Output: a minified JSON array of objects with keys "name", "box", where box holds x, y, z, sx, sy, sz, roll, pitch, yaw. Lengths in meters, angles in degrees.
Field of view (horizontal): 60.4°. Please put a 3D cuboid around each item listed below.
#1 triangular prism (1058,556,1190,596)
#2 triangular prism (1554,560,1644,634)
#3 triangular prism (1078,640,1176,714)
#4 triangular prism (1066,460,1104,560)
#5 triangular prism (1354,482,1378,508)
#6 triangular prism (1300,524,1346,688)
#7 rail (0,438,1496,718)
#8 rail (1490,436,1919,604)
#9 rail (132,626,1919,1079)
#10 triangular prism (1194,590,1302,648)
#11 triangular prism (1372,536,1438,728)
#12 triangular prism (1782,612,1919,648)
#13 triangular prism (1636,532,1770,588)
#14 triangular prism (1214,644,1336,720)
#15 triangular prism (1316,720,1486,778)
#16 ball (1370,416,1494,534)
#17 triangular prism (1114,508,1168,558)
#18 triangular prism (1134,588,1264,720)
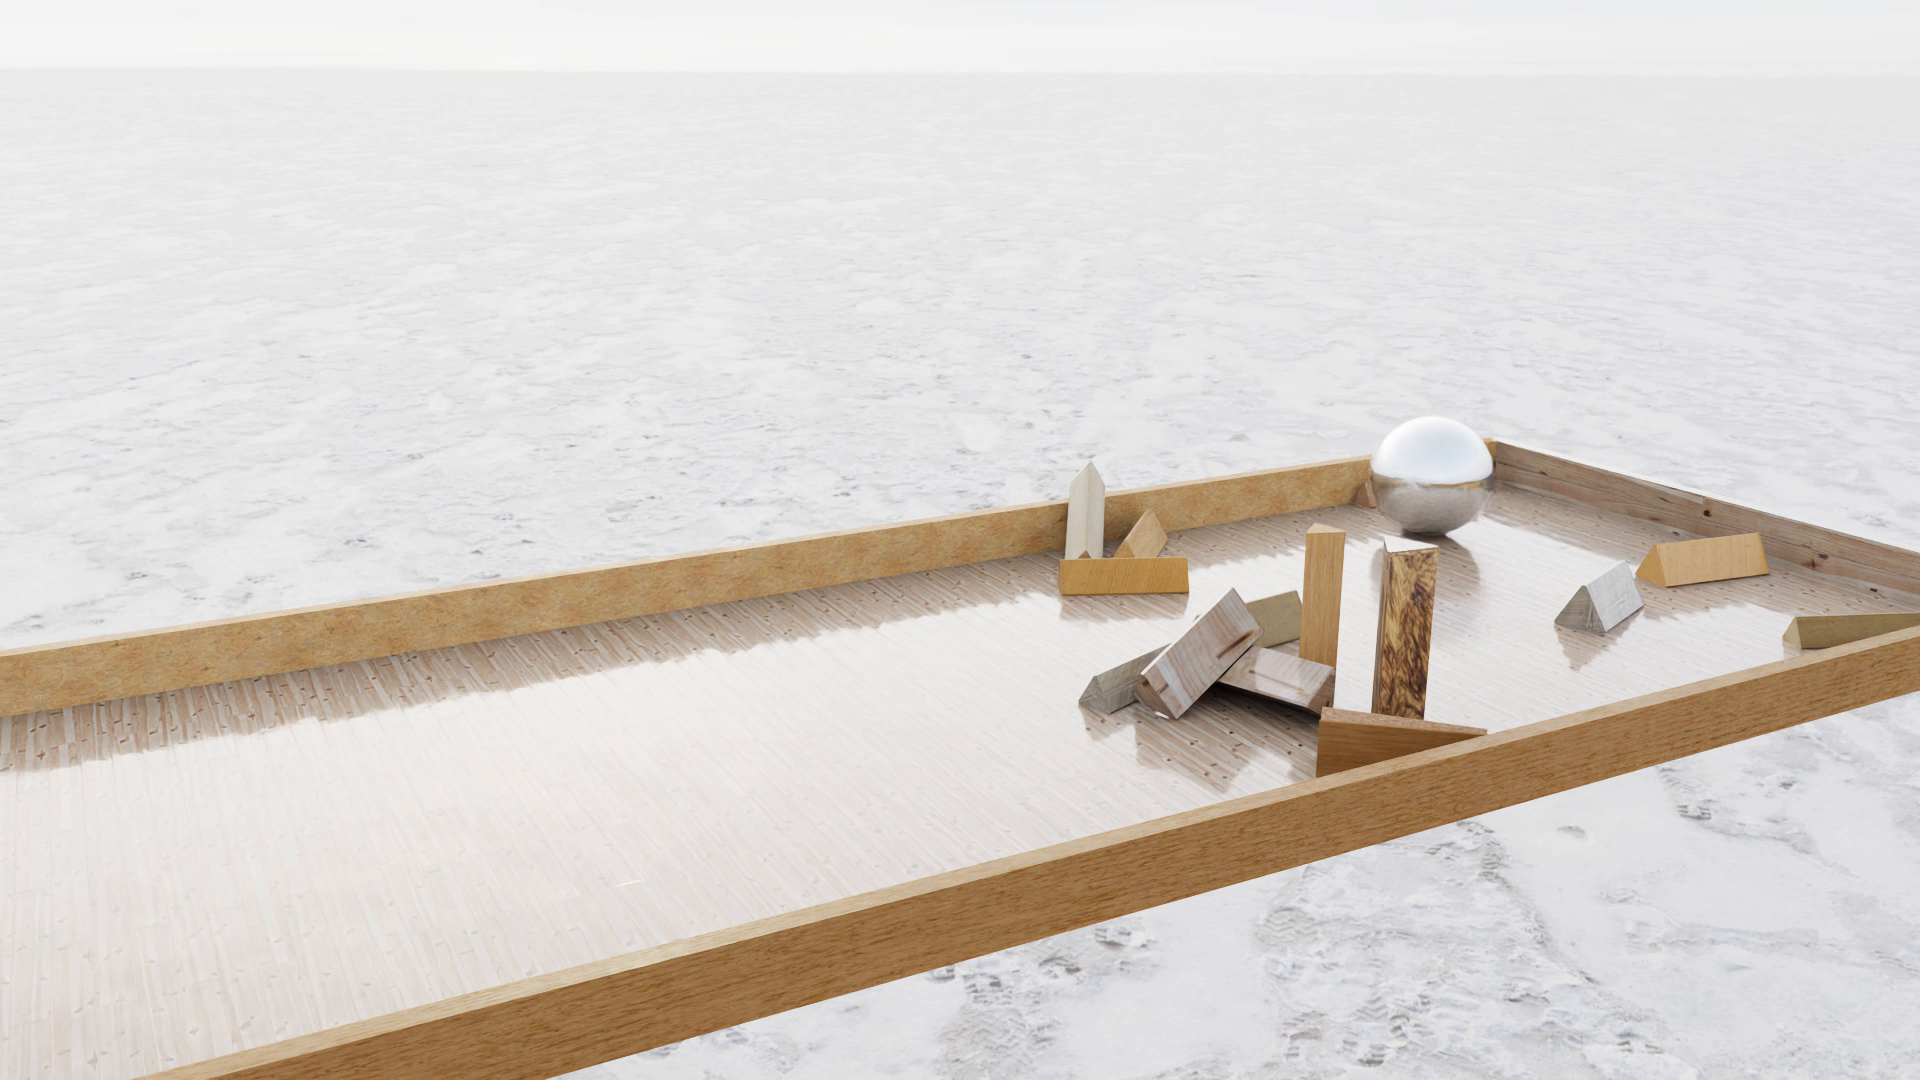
[{"name":"triangular prism","box":[0.480,0.098,4.848,0.375,0.093,0.107,-1,16,-4]},{"name":"triangular prism","box":[1.800,0.148,4.623,0.142,0.123,0.313,13,21,38]},{"name":"triangular prism","box":[0.456,0.322,4.099,0.098,0.085,0.397,15,22,40]},{"name":"triangular prism","box":[0.393,-0.074,5.105,0.112,0.097,0.436,6,41,2]},{"name":"triangular prism","box":[1.601,-0.191,5.853,0.445,0.081,0.094,-9,19,-27]},{"name":"triangular prism","box":[0.881,0.163,4.084,0.097,0.404,0.084,-2,16,-7]},{"name":"rail","box":[-3.305,0.497,3.399,12.000,0.150,0.050,-9,18,-27]},{"name":"rail","box":[2.466,-0.048,5.253,0.050,0.150,2.100,-9,18,-27]},{"name":"rail","box":[-2.336,1.006,1.665,12.000,0.150,0.050,-9,18,-27]},{"name":"triangular prism","box":[0.766,0.219,4.399,0.365,0.113,0.130,-11,20,-34]},{"name":"triangular prism","box":[1.008,0.216,3.843,0.132,0.439,0.114,-6,17,-19]},{"name":"triangular prism","box":[2.443,0.233,4.418,0.443,0.076,0.088,-2,16,-5]},{"name":"triangular prism","box":[2.246,0.050,4.973,0.388,0.113,0.131,-6,18,-18]},{"name":"triangular prism","box":[0.719,0.315,3.985,0.387,0.114,0.132,15,-10,41]},{"name":"triangular prism","box":[0.957,0.459,3.576,0.355,0.116,0.134,4,16,13]},{"name":"ball","box":[1.539,-0.211,5.383,0.390,0.390,0.390,0,16,0]},{"name":"triangular prism","box":[0.555,-0.002,5.159,0.125,0.108,0.403,5,17,16]},{"name":"triangular prism","box":[0.563,0.259,3.976,0.334,0.123,0.142,-41,40,-23]}]
